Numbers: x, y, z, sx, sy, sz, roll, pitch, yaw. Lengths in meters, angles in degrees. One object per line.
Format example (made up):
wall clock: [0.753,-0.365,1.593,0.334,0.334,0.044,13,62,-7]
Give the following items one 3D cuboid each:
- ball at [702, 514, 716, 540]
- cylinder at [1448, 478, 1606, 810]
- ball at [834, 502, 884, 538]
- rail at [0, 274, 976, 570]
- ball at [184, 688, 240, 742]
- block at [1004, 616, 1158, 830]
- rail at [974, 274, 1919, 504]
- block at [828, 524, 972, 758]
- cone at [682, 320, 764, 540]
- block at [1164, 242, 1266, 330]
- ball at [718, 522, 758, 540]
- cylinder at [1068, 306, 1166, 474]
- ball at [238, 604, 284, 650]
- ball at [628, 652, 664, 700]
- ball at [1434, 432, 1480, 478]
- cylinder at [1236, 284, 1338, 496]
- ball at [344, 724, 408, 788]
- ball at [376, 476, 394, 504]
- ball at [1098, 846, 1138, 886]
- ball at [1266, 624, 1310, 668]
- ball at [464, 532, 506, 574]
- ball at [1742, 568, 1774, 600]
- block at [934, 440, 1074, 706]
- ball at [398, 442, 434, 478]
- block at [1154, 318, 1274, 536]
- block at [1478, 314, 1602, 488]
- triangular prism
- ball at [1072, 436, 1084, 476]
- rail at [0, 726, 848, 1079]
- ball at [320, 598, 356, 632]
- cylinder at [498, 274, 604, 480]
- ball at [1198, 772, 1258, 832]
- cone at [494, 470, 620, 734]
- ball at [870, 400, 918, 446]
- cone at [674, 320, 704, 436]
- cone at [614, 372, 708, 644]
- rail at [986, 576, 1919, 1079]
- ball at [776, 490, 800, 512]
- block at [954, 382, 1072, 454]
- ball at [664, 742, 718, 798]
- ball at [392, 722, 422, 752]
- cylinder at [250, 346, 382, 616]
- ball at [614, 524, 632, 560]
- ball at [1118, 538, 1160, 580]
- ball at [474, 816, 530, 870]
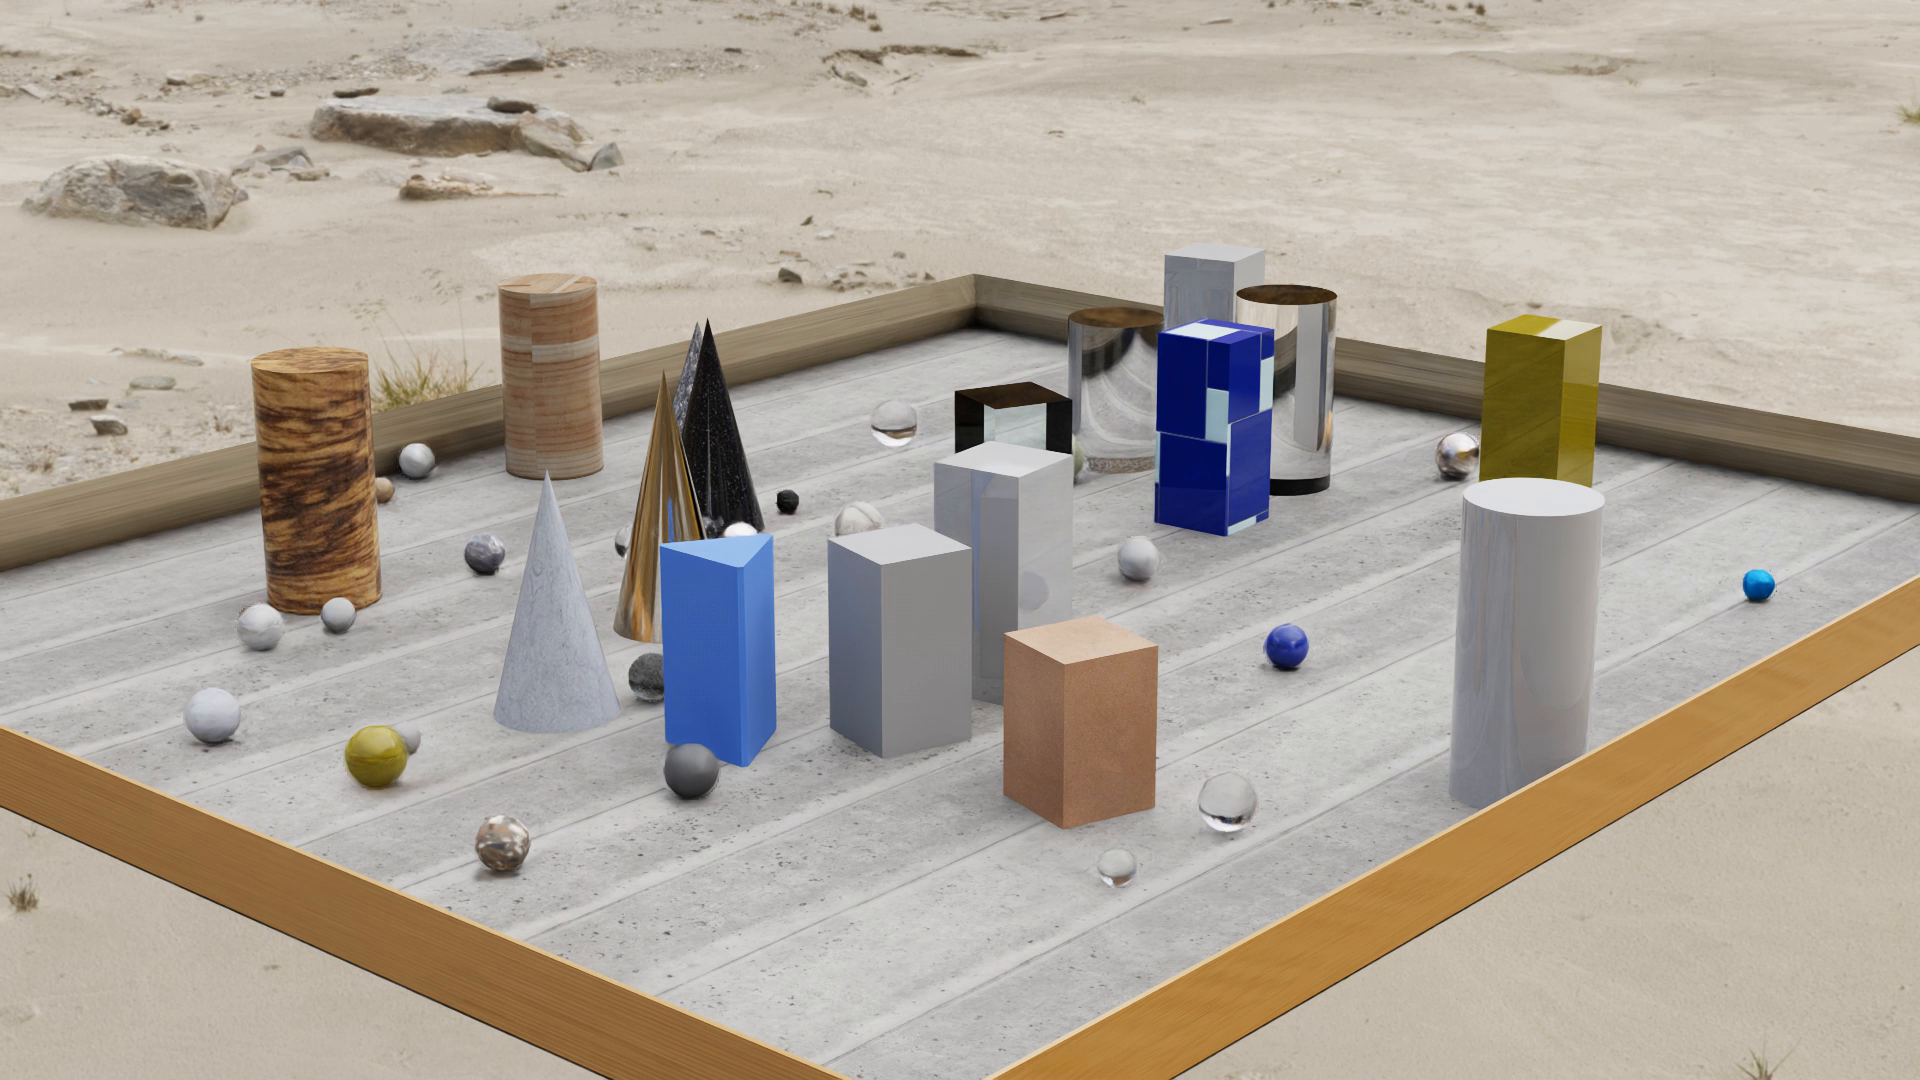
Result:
ball: [-0.480,-0.019,5.410,0.060,0.060,0.060,0,17,0]
cylinder: [0.806,0.151,4.184,0.197,0.443,0.197,0,17,0]
ball: [-0.185,-0.023,5.366,0.094,0.094,0.094,0,17,0]
rail: [-1.030,-0.226,5.976,0.045,0.128,3.300,14,22,39]
ball: [-1.129,0.265,4.430,0.083,0.083,0.083,0,17,0]
block: [0.170,0.257,4.173,0.157,0.245,0.157,-10,19,-30]
rail: [1.066,-0.322,6.296,2.774,0.128,0.045,14,22,39]
block: [-0.091,0.150,4.429,0.157,0.303,0.157,-10,20,-31]
cone: [-0.466,-0.219,5.476,0.197,0.405,0.197,0,17,0]
block: [0.529,-0.411,6.137,0.157,0.391,0.157,9,19,28]
ball: [-0.400,0.005,5.303,0.077,0.077,0.077,0,17,0]
cylinder: [0.316,-0.305,5.943,0.197,0.300,0.197,0,17,0]
ball: [-1.155,0.144,4.842,0.076,0.076,0.076,0,17,0]
ball: [-0.484,0.214,4.609,0.076,0.076,0.076,0,17,0]
ball: [0.993,-0.169,5.855,0.090,0.090,0.090,0,17,0]
cylinder: [0.637,-0.297,5.775,0.197,0.381,0.197,0,17,0]
ball: [-0.846,0.314,4.254,0.090,0.090,0.090,0,17,0]
ball: [-1.122,-0.096,5.679,0.052,0.052,0.052,0,17,0]
ball: [0.210,0.436,3.914,0.053,0.053,0.053,0,17,0]
ball: [0.531,0.172,4.758,0.071,0.071,0.071,0,17,0]
ball: [-0.851,0.023,5.248,0.072,0.072,0.072,0,17,0]
ball: [1.388,0.078,5.098,0.055,0.055,0.055,0,17,0]
block: [0.069,0.053,4.626,0.157,0.375,0.157,11,20,33]
ball: [-1.084,-0.159,5.854,0.071,0.071,0.071,0,17,0]
block: [0.479,-0.214,5.524,0.157,0.368,0.157,12,21,35]
block: [1.083,-0.211,5.486,0.157,0.384,0.157,12,21,35]
triangular prism: [-0.333,0.156,4.398,0.170,0.310,0.147,14,22,39]
ball: [0.199,-0.165,5.828,0.098,0.098,0.098,0,17,0]
rail: [-1.066,0.386,3.944,2.774,0.128,0.045,14,22,39]
ball: [-1.046,0.125,4.935,0.058,0.058,0.058,0,17,0]
cylinder: [-0.820,-0.328,5.882,0.197,0.380,0.197,0,17,0]
ball: [0.374,0.366,4.095,0.083,0.083,0.083,0,17,0]
cone: [-0.627,0.079,4.508,0.197,0.392,0.197,0,17,0]
ball: [-0.137,-0.243,6.086,0.098,0.098,0.098,0,17,0]
cone: [-0.520,-0.284,5.849,0.197,0.315,0.197,0,17,0]
cone: [-0.490,-0.070,4.908,0.197,0.447,0.197,0,17,0]
rail: [1.030,0.290,4.264,0.045,0.128,3.300,14,22,39]
ball: [-0.331,-0.075,5.624,0.045,0.045,0.045,0,17,0]
block: [0.096,-0.121,5.341,0.157,0.295,0.157,-8,19,-26]
ball: [-0.387,0.331,4.216,0.079,0.079,0.079,0,17,0]
ball: [-0.830,0.296,4.389,0.047,0.047,0.047,0,17,0]
cylinder: [-1.108,-0.103,5.054,0.197,0.427,0.197,0,17,0]
ball: [-0.596,0.005,5.323,0.064,0.064,0.064,0,17,0]
ball: [0.317,0.033,5.210,0.075,0.075,0.075,0,17,0]
ball: [-0.618,0.410,3.963,0.074,0.074,0.074,0,17,0]
